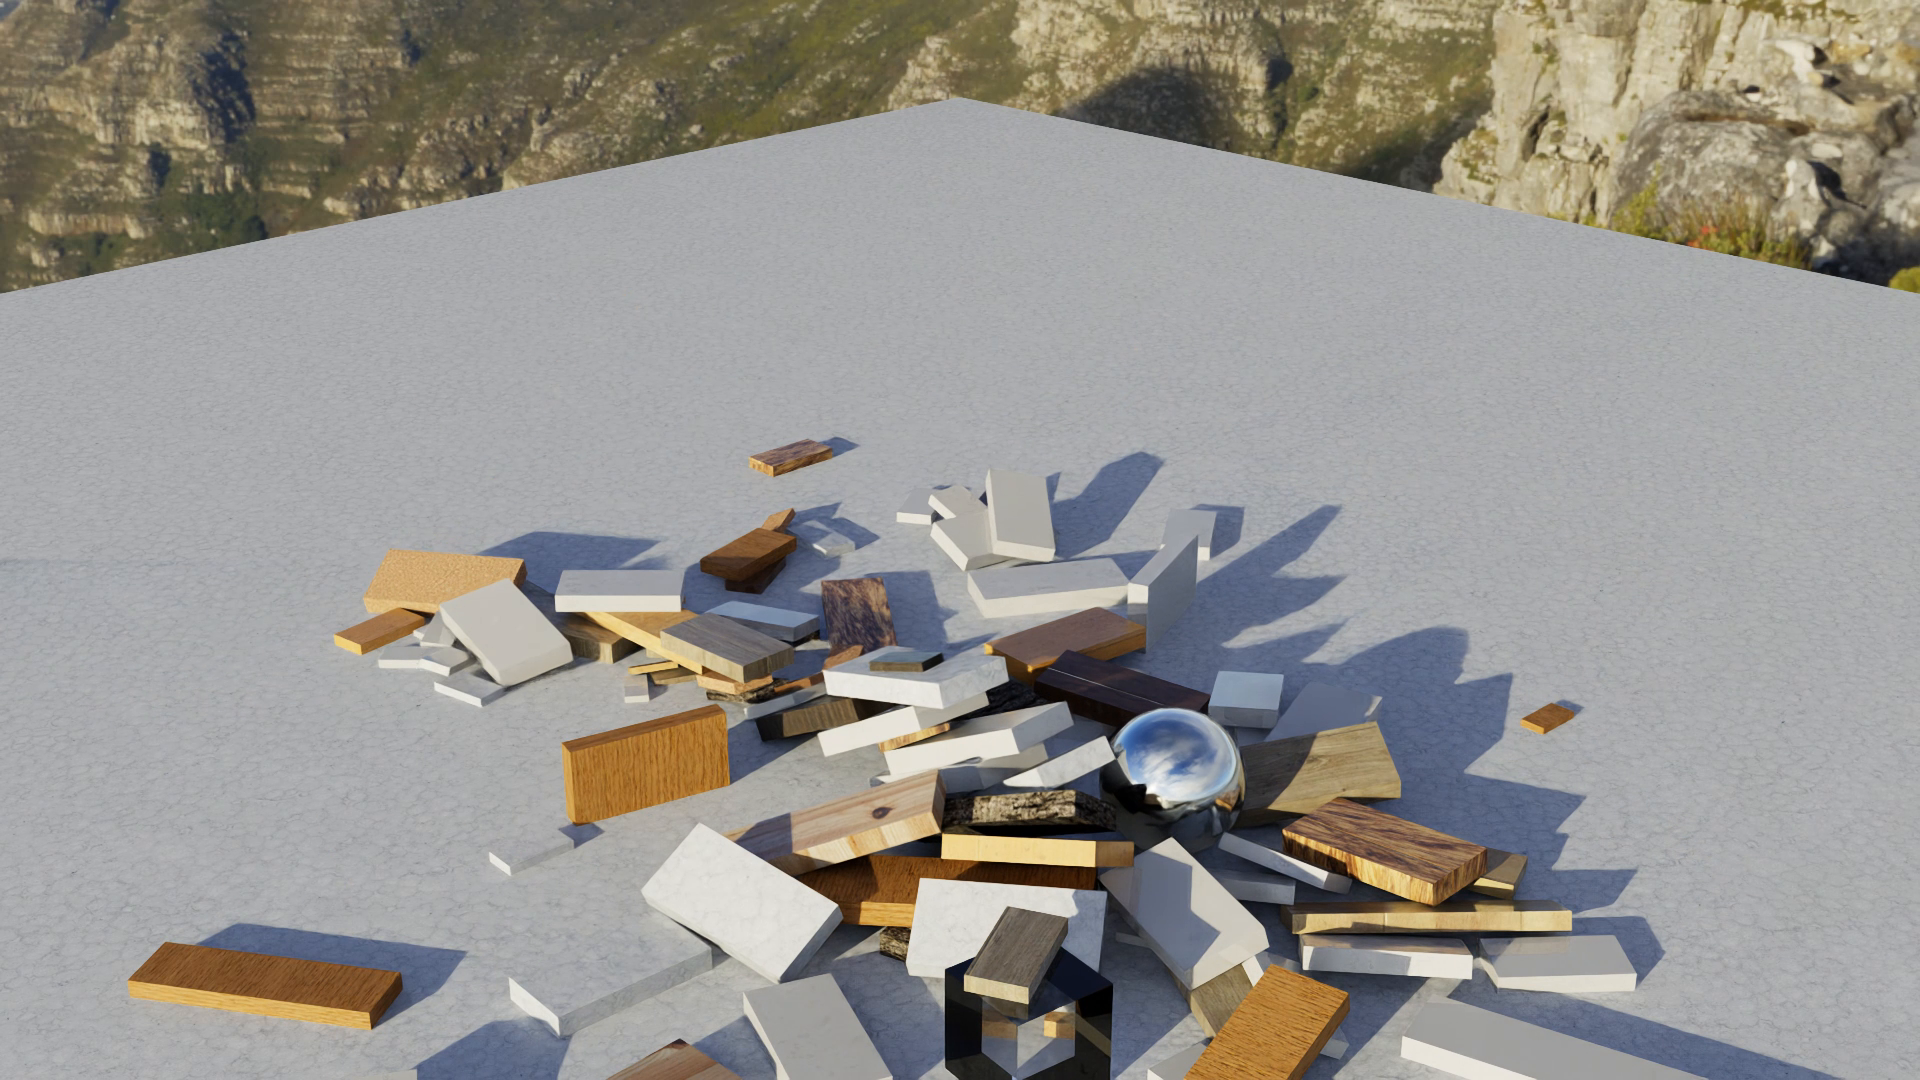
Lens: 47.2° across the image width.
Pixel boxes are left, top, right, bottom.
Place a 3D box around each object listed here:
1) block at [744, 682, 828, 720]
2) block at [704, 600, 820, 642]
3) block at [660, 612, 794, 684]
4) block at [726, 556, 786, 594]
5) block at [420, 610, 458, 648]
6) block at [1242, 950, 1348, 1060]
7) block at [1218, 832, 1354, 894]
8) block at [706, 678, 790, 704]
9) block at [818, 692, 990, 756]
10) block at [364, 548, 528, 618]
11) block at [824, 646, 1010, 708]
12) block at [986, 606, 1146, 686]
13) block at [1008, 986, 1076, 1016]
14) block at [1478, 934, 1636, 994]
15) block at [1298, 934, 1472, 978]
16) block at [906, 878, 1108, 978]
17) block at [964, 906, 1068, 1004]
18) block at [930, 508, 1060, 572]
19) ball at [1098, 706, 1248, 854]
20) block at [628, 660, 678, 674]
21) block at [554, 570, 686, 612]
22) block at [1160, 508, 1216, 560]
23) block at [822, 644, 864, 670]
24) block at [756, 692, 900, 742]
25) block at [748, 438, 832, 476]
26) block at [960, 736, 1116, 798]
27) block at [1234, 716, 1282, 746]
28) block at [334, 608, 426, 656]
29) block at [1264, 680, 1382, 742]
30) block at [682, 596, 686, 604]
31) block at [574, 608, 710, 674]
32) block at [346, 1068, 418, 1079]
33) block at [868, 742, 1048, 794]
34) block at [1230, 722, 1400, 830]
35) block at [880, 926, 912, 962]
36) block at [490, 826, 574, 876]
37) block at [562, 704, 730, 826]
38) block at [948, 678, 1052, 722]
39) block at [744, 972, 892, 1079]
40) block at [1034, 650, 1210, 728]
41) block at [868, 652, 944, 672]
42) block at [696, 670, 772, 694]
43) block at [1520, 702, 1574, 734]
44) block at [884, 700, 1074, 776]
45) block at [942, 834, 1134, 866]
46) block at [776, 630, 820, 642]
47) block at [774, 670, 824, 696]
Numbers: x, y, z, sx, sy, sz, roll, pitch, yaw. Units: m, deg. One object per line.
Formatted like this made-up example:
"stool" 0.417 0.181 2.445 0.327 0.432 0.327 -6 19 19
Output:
"block" -0.379 0.349 4.786 0.094 0.027 0.188 -20 0 -41
"block" -0.468 0.191 5.192 0.242 0.034 0.121 9 15 24
"block" -0.521 0.238 4.908 0.290 0.041 0.145 19 29 42
"block" -0.513 0.083 5.531 0.093 0.026 0.186 6 24 14
"block" -1.219 0.216 5.195 0.072 0.020 0.144 8 29 -1
"block" 0.574 0.794 3.784 0.118 0.034 0.237 21 17 -18
"block" 0.620 0.616 4.195 0.231 0.033 0.116 18 -3 36
"block" -0.471 0.331 4.877 0.094 0.027 0.188 -21 14 -40
"block" -0.119 0.368 4.506 0.180 0.051 0.359 -17 -2 -38
"block" -1.252 0.112 5.358 0.351 0.050 0.175 4 43 10
"block" -0.091 0.274 4.434 0.180 0.051 0.359 -20 14 -40
"block" 0.243 0.240 5.033 0.337 0.048 0.169 -17 26 -34
"block" 0.159 0.765 3.919 0.108 0.031 0.217 5 23 11
"block" 1.065 0.758 3.929 0.247 0.035 0.123 -1 23 -3
"block" 0.752 0.736 3.908 0.291 0.041 0.145 2 1 5
"block" 0.085 0.695 3.886 0.337 0.048 0.168 3 52 10
"block" 0.094 0.680 3.617 0.108 0.031 0.217 8 24 18
"block" 0.093 -0.014 5.662 0.304 0.043 0.152 -15 47 -35
"ball" 0.414 0.469 4.285 0.289 0.289 0.289 0 23 0
"block" -0.703 0.291 5.031 0.105 0.015 0.053 -8 2 -19
"block" -0.800 0.120 5.191 0.290 0.041 0.145 0 23 -2
"block" 0.599 -0.016 5.753 0.125 0.035 0.249 4 23 9
"block" -0.265 0.275 4.977 0.069 0.020 0.138 3 23 8
"block" -0.258 0.354 4.651 0.180 0.051 0.359 -20 2 -40
"block" -0.483 -0.235 6.276 0.217 0.031 0.108 -20 30 -39
"block" 0.134 0.475 4.310 0.177 0.050 0.354 -21 -5 -34
"block" 0.737 0.430 4.695 0.293 0.042 0.147 1 23 3
"block" -1.376 0.216 5.218 0.095 0.027 0.191 16 28 34
"block" 0.758 0.407 4.632 0.164 0.046 0.328 13 30 25
"block" -0.728 0.136 5.421 0.054 0.015 0.109 -16 28 -32
"block" -0.707 0.195 5.124 0.485 0.041 0.145 21 30 38
"block" -0.915 0.956 3.402 0.159 0.045 0.319 -5 30 -13
"block" -0.007 0.459 4.419 0.177 0.050 0.354 -21 4 -40
"block" 0.693 0.473 4.425 0.346 0.049 0.173 -10 39 -2
"block" 0.003 0.693 4.071 0.159 0.045 0.318 13 26 27
"block" -0.837 0.608 4.302 0.146 0.021 0.073 -20 30 -39
"block" -0.635 0.456 4.470 0.337 0.169 0.048 -13 26 -28
"block" 0.047 0.353 4.806 0.169 0.048 0.344 -17 22 -25
"block" -0.242 0.849 3.703 0.159 0.045 0.318 -9 25 -20
"block" 0.353 0.343 4.784 0.346 0.049 0.173 17 27 21
"block" -0.108 0.244 4.415 0.138 0.020 0.069 -2 14 38
"block" -0.502 0.308 4.892 0.094 0.027 0.188 -18 12 -30
"block" 1.287 0.391 4.818 0.115 0.016 0.058 -20 30 -38
"block" 0.035 0.395 4.380 0.354 0.050 0.177 -15 4 43
"block" 0.144 0.574 4.071 0.318 0.045 0.159 -2 -8 30
"block" -0.408 0.218 5.222 0.143 0.020 0.072 -3 23 -8
"block" -0.337 0.309 4.777 0.069 0.020 0.138 -20 0 -40
